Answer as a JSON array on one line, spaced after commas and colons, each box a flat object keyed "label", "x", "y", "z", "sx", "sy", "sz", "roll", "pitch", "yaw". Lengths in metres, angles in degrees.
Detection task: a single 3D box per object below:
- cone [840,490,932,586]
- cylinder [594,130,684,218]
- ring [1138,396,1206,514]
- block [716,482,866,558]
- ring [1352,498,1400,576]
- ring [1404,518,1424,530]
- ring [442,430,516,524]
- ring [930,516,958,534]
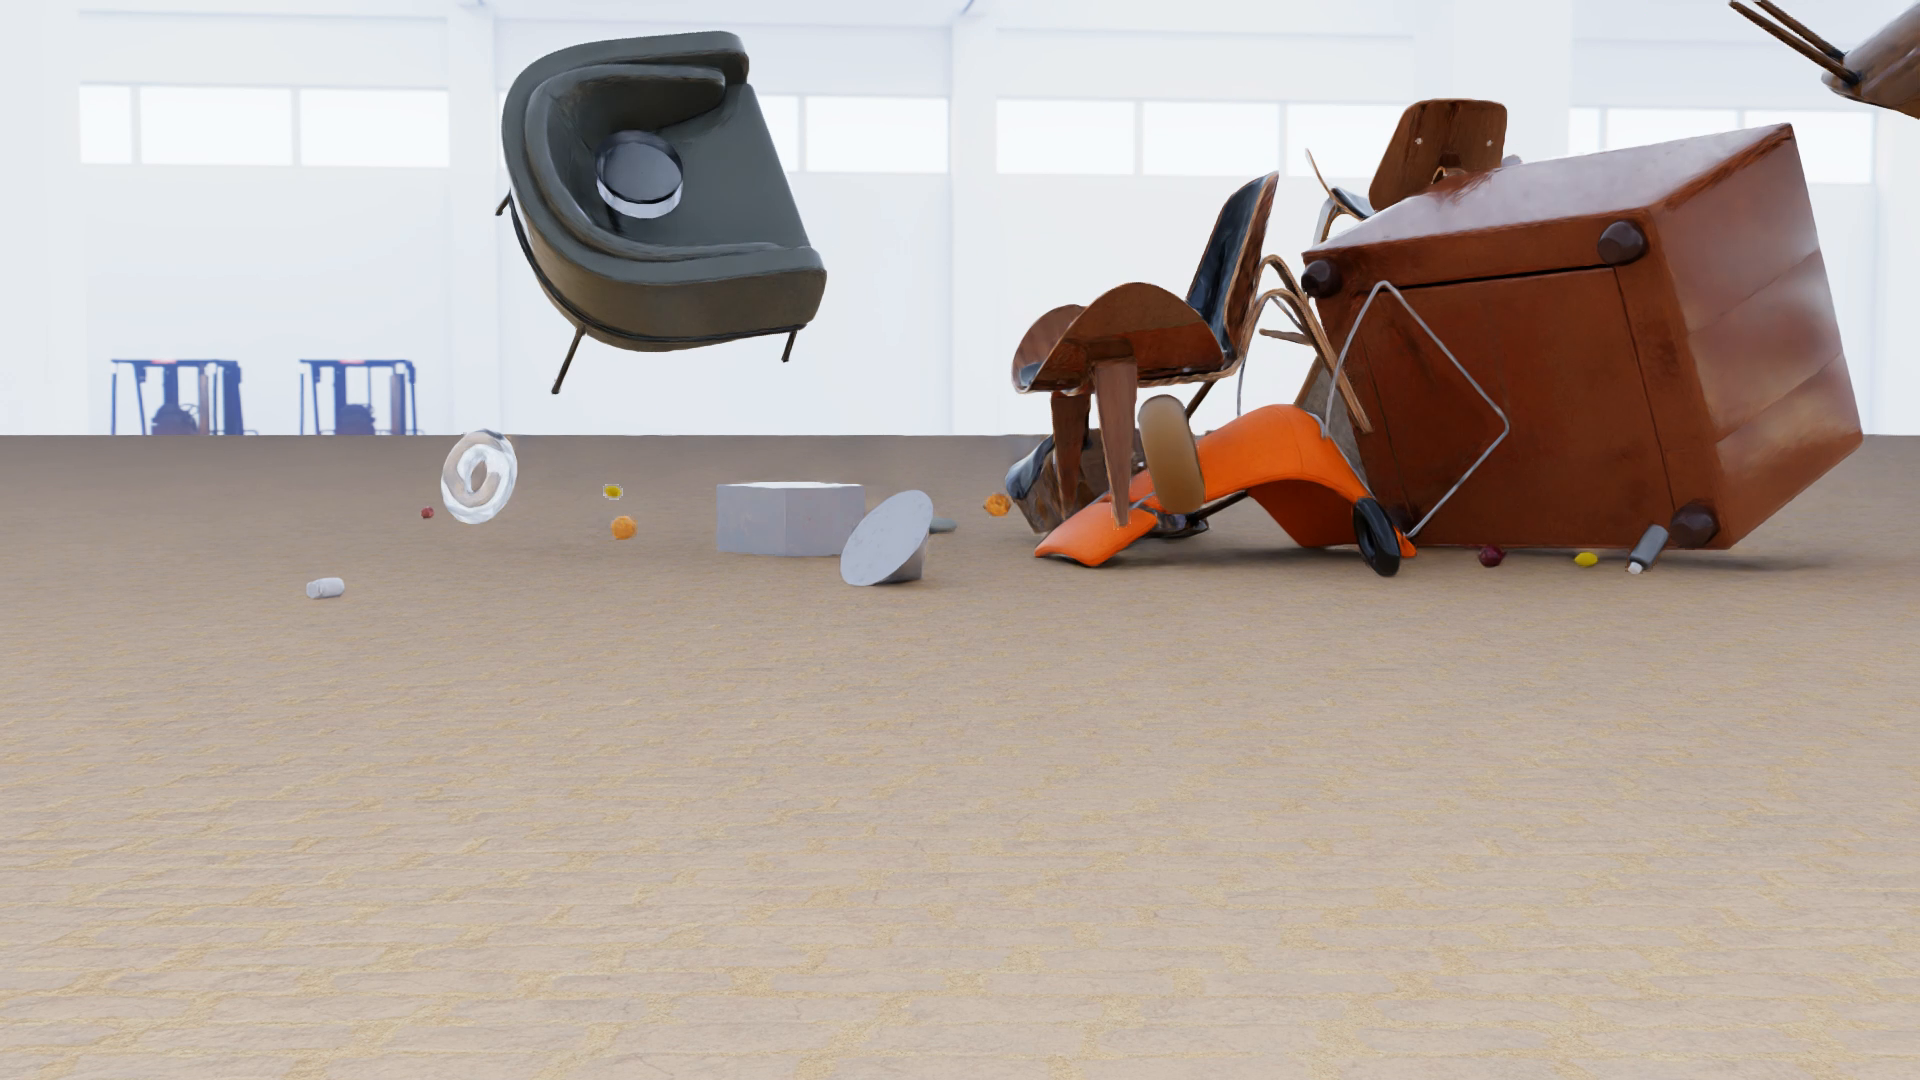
[{"label": "cone", "x": -0.130, "y": 0.044, "z": 5.119, "sx": 0.175, "sy": 0.275, "sz": 0.205, "roll": 36, "pitch": -9, "yaw": 36}, {"label": "cylinder", "x": -0.825, "y": -0.939, "z": 5.656, "sx": 0.226, "sy": 0.177, "sz": 0.179, "roll": 16, "pitch": -9, "yaw": -6}, {"label": "ring", "x": 0.464, "y": -0.187, "z": 4.808, "sx": 0.104, "sy": 0.266, "sz": 0.413, "roll": -14, "pitch": -4, "yaw": 7}, {"label": "block", "x": -0.465, "y": -0.059, "z": 6.049, "sx": 0.275, "sy": 0.185, "sz": 0.315, "roll": -3, "pitch": 5, "yaw": -41}, {"label": "ring", "x": 1.003, "y": -0.007, "z": 5.294, "sx": 0.056, "sy": 0.217, "sz": 0.125, "roll": -9, "pitch": -30, "yaw": -16}, {"label": "ring", "x": 1.453, "y": -0.049, "z": 7.031, "sx": 0.067, "sy": 0.032, "sz": 0.111, "roll": 2, "pitch": 5, "yaw": 14}, {"label": "ring", "x": -1.616, "y": -0.214, "z": 7.387, "sx": 0.324, "sy": 0.328, "sz": 0.084, "roll": -9, "pitch": -17, "yaw": 32}, {"label": "ring", "x": -0.187, "y": -0.046, "z": 6.858, "sx": 0.387, "sy": 0.048, "sz": 0.168, "roll": -1, "pitch": 6, "yaw": -24}]
